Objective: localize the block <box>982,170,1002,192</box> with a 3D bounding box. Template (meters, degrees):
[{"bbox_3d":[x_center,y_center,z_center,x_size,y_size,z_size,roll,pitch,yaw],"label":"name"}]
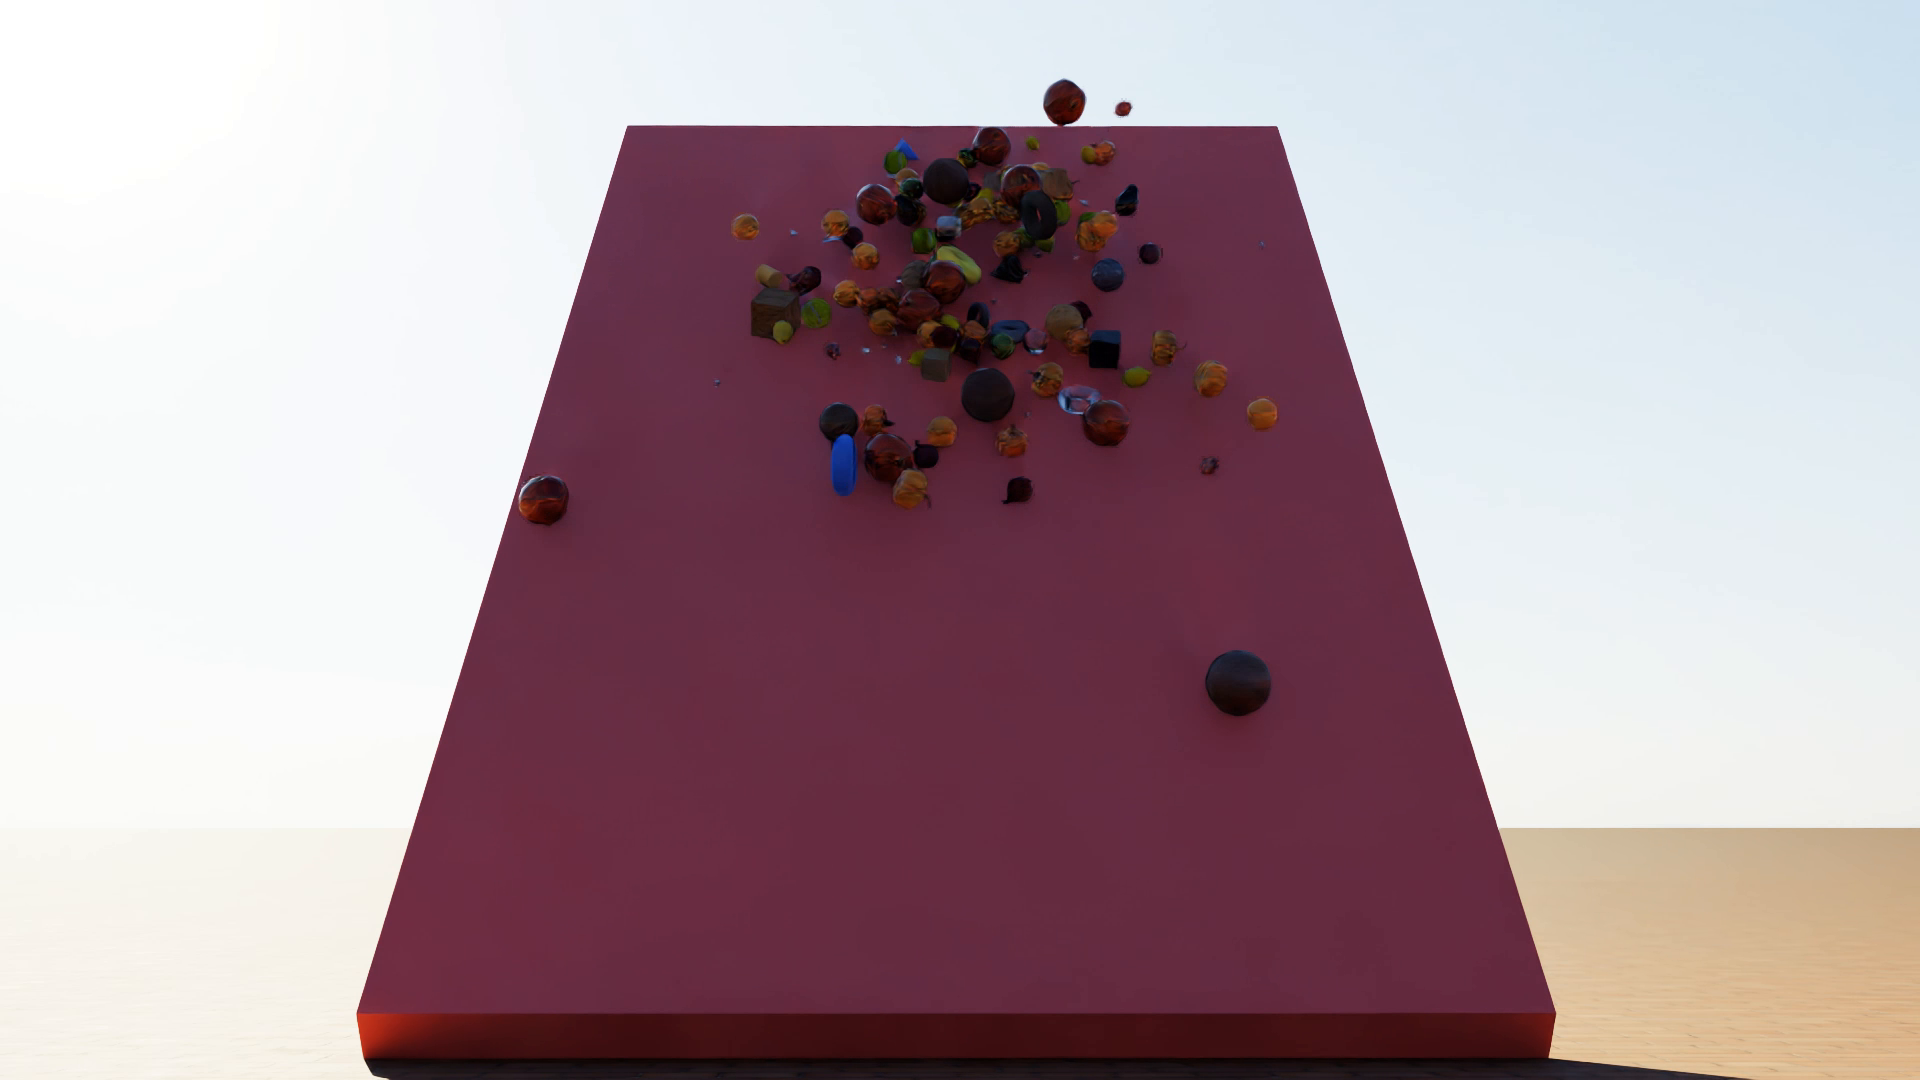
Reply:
[{"bbox_3d":[0.092,-1.025,6.952,0.051,0.051,0.051,11,8,-3],"label":"block"}]

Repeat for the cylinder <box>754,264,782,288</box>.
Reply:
[{"bbox_3d":[-0.508,-0.698,6.453,0.052,0.052,0.052,31,13,35],"label":"cylinder"}]

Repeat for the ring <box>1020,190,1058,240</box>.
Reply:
[{"bbox_3d":[0.205,-0.846,6.328,0.045,0.135,0.135,-20,4,-29],"label":"ring"}]

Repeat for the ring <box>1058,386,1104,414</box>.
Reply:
[{"bbox_3d":[0.292,-0.339,5.888,0.111,0.037,0.111,2,32,-1],"label":"ring"}]

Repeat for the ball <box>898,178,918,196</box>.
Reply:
[{"bbox_3d":[-0.147,-0.992,6.832,0.053,0.053,0.053,0,-7,0],"label":"ball"}]

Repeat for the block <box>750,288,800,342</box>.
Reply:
[{"bbox_3d":[-0.472,-0.578,6.224,0.096,0.096,0.096,10,33,16],"label":"block"}]

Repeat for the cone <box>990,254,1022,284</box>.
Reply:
[{"bbox_3d":[0.113,-0.717,6.506,0.083,0.083,0.083,-12,-11,25],"label":"cone"}]

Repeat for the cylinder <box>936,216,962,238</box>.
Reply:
[{"bbox_3d":[-0.028,-0.821,6.380,0.052,0.052,0.052,4,-5,20],"label":"cylinder"}]

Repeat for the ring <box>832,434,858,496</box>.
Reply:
[{"bbox_3d":[-0.260,-0.167,5.457,0.047,0.140,0.140,1,-7,4],"label":"ring"}]

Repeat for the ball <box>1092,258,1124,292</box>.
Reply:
[{"bbox_3d":[0.392,-0.702,6.443,0.088,0.088,0.088,0,-7,0],"label":"ball"}]

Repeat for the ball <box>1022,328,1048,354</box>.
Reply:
[{"bbox_3d":[0.190,-0.500,6.129,0.065,0.065,0.065,0,-7,0],"label":"ball"}]

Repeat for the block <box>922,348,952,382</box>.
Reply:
[{"bbox_3d":[-0.058,-0.434,6.021,0.061,0.061,0.061,7,32,11],"label":"block"}]

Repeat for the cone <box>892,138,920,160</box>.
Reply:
[{"bbox_3d":[-0.153,-1.147,7.231,0.075,0.075,0.075,23,-13,-14],"label":"cone"}]

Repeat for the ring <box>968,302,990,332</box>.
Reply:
[{"bbox_3d":[0.048,-0.573,6.238,0.026,0.078,0.078,-5,-2,-39],"label":"ring"}]

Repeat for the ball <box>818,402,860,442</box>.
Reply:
[{"bbox_3d":[-0.285,-0.276,5.724,0.095,0.095,0.095,0,-7,0],"label":"ball"}]

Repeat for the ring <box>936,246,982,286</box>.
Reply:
[{"bbox_3d":[-0.001,-0.723,6.397,0.046,0.138,0.138,-51,-30,19],"label":"ring"}]

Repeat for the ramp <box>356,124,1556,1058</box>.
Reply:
[{"bbox_3d":[-0.014,-0.200,5.789,2.000,0.100,4.000,0,31,0],"label":"ramp"}]

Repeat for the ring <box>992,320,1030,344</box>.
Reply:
[{"bbox_3d":[0.130,-0.533,6.213,0.103,0.034,0.103,1,30,0],"label":"ring"}]

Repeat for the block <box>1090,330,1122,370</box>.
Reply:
[{"bbox_3d":[0.364,-0.477,6.086,0.071,0.071,0.071,4,31,7],"label":"block"}]

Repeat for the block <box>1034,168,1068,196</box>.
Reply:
[{"bbox_3d":[0.251,-0.985,6.705,0.068,0.068,0.068,-13,16,-22],"label":"block"}]

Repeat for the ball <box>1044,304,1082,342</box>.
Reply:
[{"bbox_3d":[0.264,-0.554,6.189,0.096,0.096,0.096,0,-7,0],"label":"ball"}]

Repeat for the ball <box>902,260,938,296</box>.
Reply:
[{"bbox_3d":[-0.107,-0.688,6.390,0.094,0.094,0.094,0,-7,0],"label":"ball"}]
